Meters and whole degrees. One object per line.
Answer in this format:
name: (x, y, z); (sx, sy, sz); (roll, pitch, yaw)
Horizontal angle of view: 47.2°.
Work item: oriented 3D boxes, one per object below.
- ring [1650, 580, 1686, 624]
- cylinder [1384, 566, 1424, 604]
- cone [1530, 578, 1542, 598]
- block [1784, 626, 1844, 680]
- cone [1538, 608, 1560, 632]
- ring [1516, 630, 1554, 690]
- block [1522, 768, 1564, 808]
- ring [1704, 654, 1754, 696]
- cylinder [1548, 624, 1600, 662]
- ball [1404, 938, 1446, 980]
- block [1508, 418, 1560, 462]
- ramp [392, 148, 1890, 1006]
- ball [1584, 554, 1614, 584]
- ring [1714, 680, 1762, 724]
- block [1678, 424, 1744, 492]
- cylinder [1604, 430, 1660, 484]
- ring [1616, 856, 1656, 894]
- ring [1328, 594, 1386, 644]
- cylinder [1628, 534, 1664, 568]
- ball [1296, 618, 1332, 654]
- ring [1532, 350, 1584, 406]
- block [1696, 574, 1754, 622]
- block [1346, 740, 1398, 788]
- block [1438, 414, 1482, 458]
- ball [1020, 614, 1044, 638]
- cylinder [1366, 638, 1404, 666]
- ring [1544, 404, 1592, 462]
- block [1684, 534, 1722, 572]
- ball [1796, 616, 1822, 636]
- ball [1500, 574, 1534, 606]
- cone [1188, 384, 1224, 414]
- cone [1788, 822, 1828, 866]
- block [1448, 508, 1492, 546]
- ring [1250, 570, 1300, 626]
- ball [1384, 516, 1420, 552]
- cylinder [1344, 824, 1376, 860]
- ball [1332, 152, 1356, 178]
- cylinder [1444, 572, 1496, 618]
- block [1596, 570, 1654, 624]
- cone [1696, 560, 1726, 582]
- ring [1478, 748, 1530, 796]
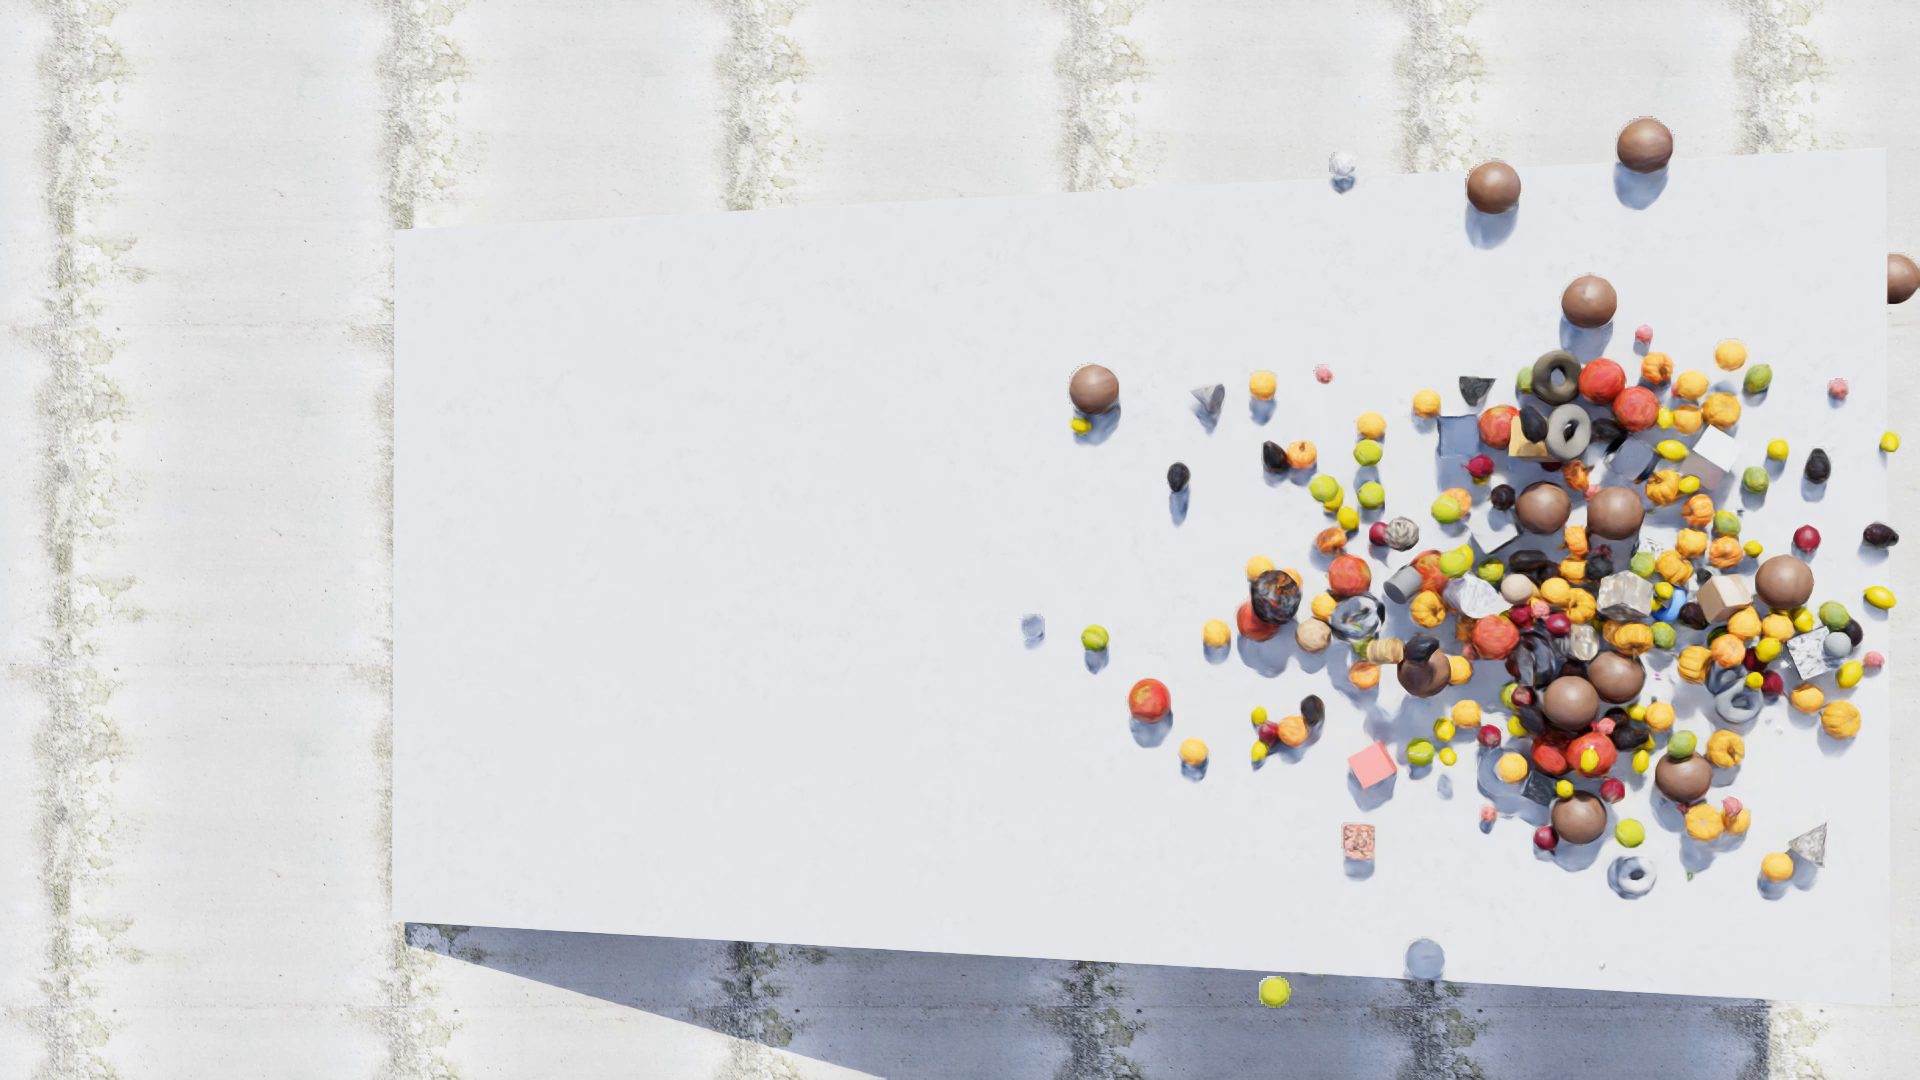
ring: (1.685, 0.148, 5.237); (0.034, 0.102, 0.102); (9, 89, -32)
cylinder: (1.075, 0.109, 5.330); (0.069, 0.069, 0.069); (-38, 89, -20)
cone: (1.400, 0.128, 5.357); (0.054, 0.054, 0.054); (30, 89, -11)
block: (1.989, 0.263, 5.124); (0.096, 0.096, 0.096); (-24, 82, 16)
cone: (1.405, 0.206, 5.301); (0.059, 0.059, 0.059); (22, 132, 0)
ring: (1.371, 0.286, 5.241); (0.048, 0.143, 0.143); (-8, 89, -11)
block: (1.410, 0.600, 5.318); (0.069, 0.069, 0.069); (24, 97, 25)
ring: (1.822, 0.328, 5.208); (0.111, 0.037, 0.111); (0, 91, 16)
cylinder: (1.474, 0.246, 5.280); (0.084, 0.084, 0.084); (-1, 92, -28)
ball: (1.141, 1.026, 5.389); (0.099, 0.099, 0.099); (0, 89, 0)
block: (1.380, -0.240, 5.265); (0.092, 0.092, 0.092); (3, 84, 36)
ramp: (0.276, 0.092, 5.790); (4.000, 0.100, 2.000); (0, 89, 18)
ball: (1.524, 0.071, 5.247); (0.070, 0.070, 0.070); (0, 89, 0)
ring: (1.832, 0.379, 5.172); (0.114, 0.038, 0.114); (0, 108, -1)
block: (1.768, -0.193, 5.180); (0.092, 0.092, 0.092); (35, 63, 11)
cylinder: (1.598, -0.196, 5.235); (0.093, 0.093, 0.093); (31, 89, -5)
ring: (1.619, 0.802, 5.262); (0.094, 0.031, 0.094); (1, 107, 5)
ring: (0.972, 0.192, 5.386); (0.147, 0.147, 0.049); (-35, 121, 0)
cylinder: (1.641, 0.028, 5.259); (0.062, 0.062, 0.062); (25, 89, 17)
ball: (0.882, 0.240, 5.491); (0.088, 0.088, 0.088); (0, 89, 0)
ring: (1.444, -0.391, 5.315); (0.135, 0.045, 0.135); (0, 92, -14)
block: (1.785, 0.136, 5.137); (0.079, 0.079, 0.079); (-6, 60, -20)
block: (1.021, 0.556, 5.443); (0.085, 0.085, 0.085); (-31, 80, 15)
block: (1.224, -0.254, 5.382); (0.095, 0.095, 0.095); (-4, 88, 18)
ball: (0.188, 0.225, 5.733); (0.060, 0.060, 0.060); (0, 89, 0)
cylinder: (1.019, 0.267, 5.263); (0.063, 0.063, 0.063); (5, 82, -35)
ring: (1.436, -0.254, 5.198); (0.139, 0.046, 0.139); (-7, 102, -31)
block: (1.765, 0.033, 5.223); (0.054, 0.054, 0.054); (46, 132, -3)
ball: (1.997, 0.209, 5.172); (0.061, 0.061, 0.061); (0, 89, 0)
ball: (1.334, 0.118, 5.267); (0.078, 0.078, 0.078); (0, 89, 0)
cone: (0.616, -0.368, 5.582); (0.083, 0.083, 0.083); (19, 89, 28)
cone: (1.991, 0.692, 5.111); (0.092, 0.092, 0.092); (29, 105, 0)
block: (1.253, -0.032, 5.410); (0.090, 0.090, 0.090); (-1, 91, -1)
ring: (0.779, 0.142, 5.430); (0.139, 0.046, 0.139); (4, 81, -25)
ball: (1.066, -0.014, 5.300); (0.084, 0.084, 0.084); (0, 89, 0)
cylinder: (0.991, 0.747, 5.450); (0.077, 0.077, 0.077); (-1, 90, 0)
ball: (0.959, -0.939, 5.496); (0.063, 0.063, 0.063); (0, 89, 0)
cylinder: (1.230, 0.133, 5.304); (0.094, 0.094, 0.094); (-2, 101, -12)
block: (1.567, 0.136, 5.178); (0.084, 0.084, 0.084); (26, 64, -21)
cone: (1.798, 0.070, 5.224); (0.067, 0.067, 0.067); (-44, 89, 0)
ring: (1.325, 0.566, 5.364); (0.123, 0.041, 0.123); (1, 95, 14)
